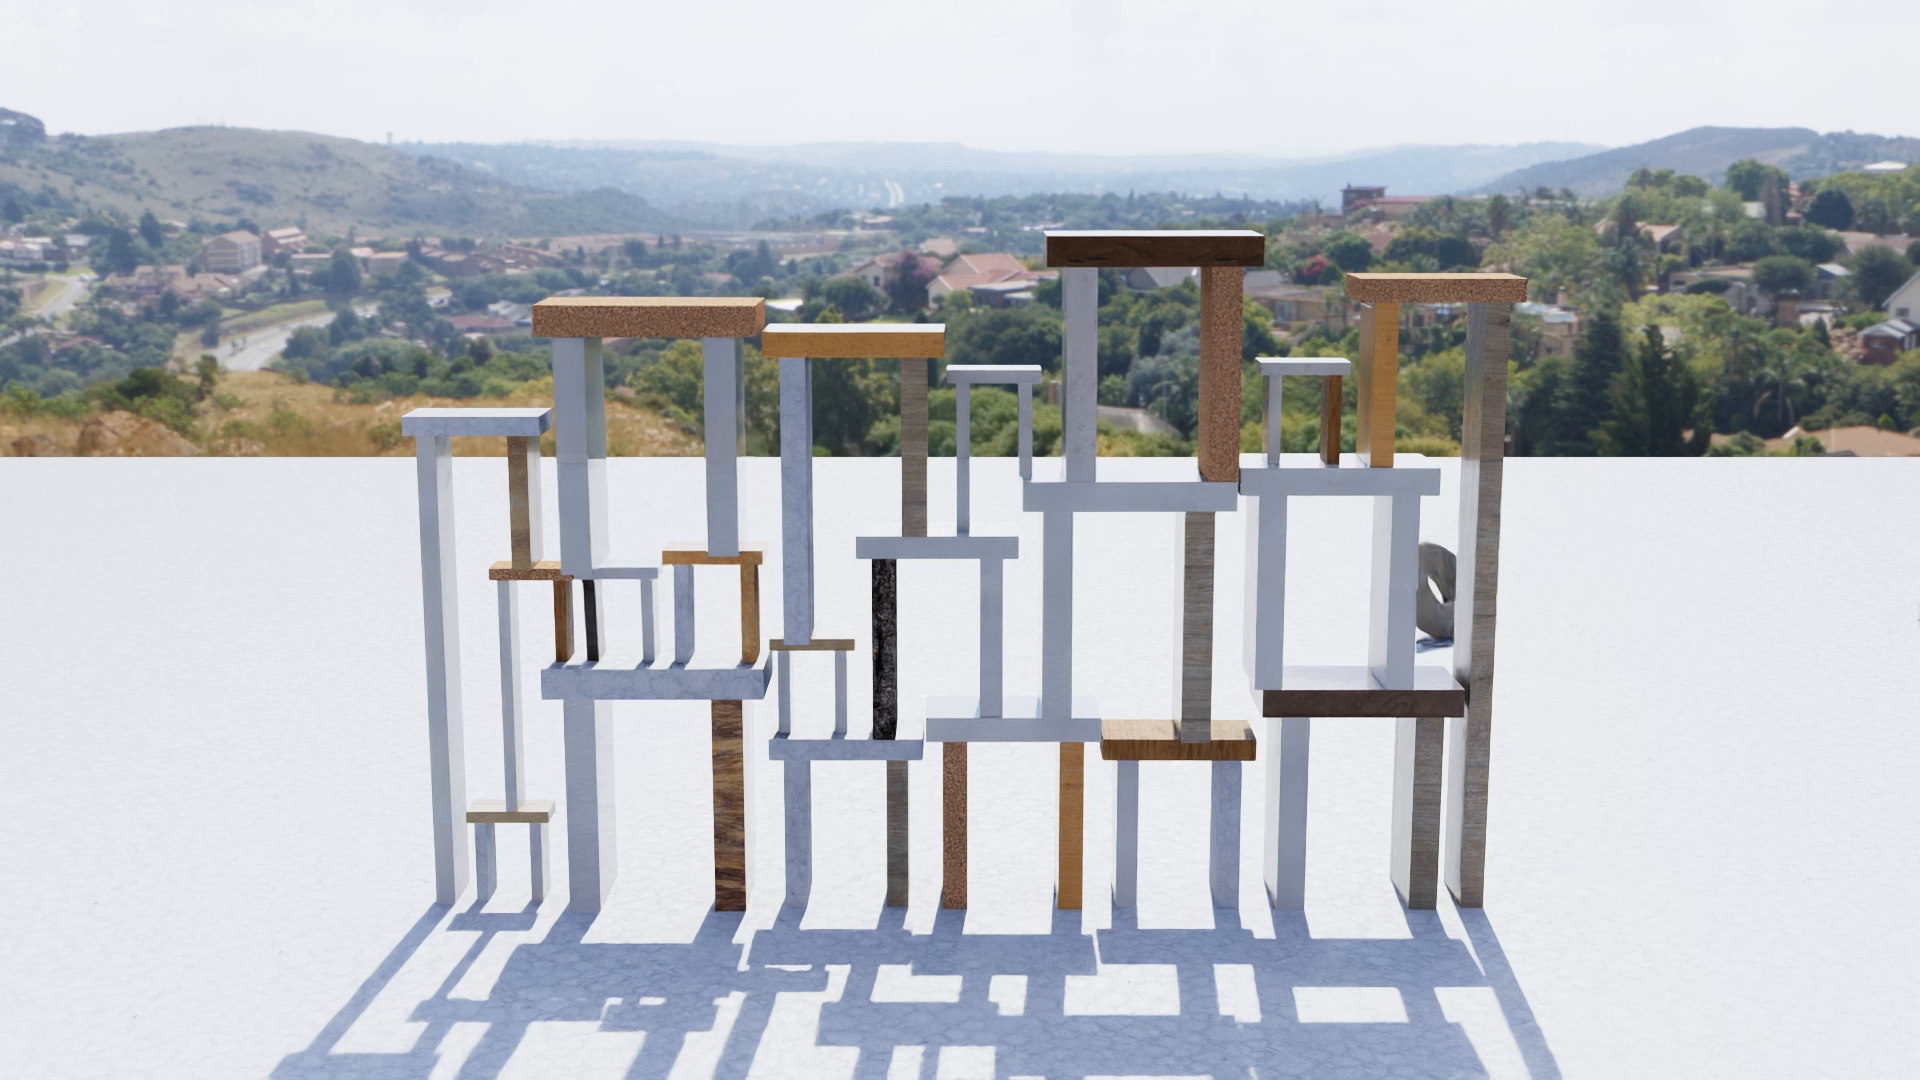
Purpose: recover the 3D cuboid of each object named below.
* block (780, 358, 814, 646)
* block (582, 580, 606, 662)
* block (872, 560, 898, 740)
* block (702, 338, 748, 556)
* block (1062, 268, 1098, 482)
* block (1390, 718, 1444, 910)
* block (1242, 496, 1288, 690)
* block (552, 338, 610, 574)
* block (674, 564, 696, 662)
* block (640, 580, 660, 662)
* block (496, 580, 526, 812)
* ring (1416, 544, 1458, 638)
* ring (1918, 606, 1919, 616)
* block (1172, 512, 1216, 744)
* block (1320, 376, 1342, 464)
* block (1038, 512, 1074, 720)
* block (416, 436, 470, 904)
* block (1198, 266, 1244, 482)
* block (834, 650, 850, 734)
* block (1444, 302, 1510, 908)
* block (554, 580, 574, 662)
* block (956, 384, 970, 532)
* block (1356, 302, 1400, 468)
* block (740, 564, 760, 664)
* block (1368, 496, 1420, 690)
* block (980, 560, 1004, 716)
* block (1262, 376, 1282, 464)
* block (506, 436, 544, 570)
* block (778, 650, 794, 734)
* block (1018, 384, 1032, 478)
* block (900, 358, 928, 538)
[{"bbox_3d":[-0.262,-0.071,3.544,0.040,0.460,0.142,0,11,0],"label":"block"},{"bbox_3d":[-0.596,0.123,3.584,0.019,0.136,0.068,-1,11,0],"label":"block"},{"bbox_3d":[-0.122,0.165,3.587,0.037,0.297,0.130,0,11,0],"label":"block"},{"bbox_3d":[-0.375,-0.160,3.523,0.049,0.346,0.173,0,11,-1],"label":"block"},{"bbox_3d":[0.190,-0.272,3.507,0.048,0.336,0.168,0,11,0],"label":"block"},{"bbox_3d":[0.756,0.430,3.644,0.046,0.324,0.162,0,11,0],"label":"block"},{"bbox_3d":[0.494,0.071,3.574,0.045,0.315,0.158,0,11,0],"label":"block"},{"bbox_3d":[-0.607,-0.146,3.527,0.049,0.375,0.173,0,11,0],"label":"block"},{"bbox_3d":[-0.448,0.111,3.578,0.023,0.162,0.081,0,11,0],"label":"block"},{"bbox_3d":[-0.505,0.124,3.584,0.019,0.136,0.068,-1,11,0],"label":"block"},{"bbox_3d":[-0.735,0.249,3.602,0.019,0.387,0.067,0,11,0],"label":"block"},{"bbox_3d":[1.202,0.126,5.559,0.258,0.258,0.086,-9,-17,-41],"label":"ring"},{"bbox_3d":[2.445,0.195,5.107,0.409,0.136,0.409,-4,36,3],"label":"ring"},{"bbox_3d":[0.380,0.125,3.583,0.048,0.377,0.169,0,11,1],"label":"block"},{"bbox_3d":[0.594,-0.197,3.521,0.020,0.142,0.071,0,11,0],"label":"block"},{"bbox_3d":[0.155,0.106,3.579,0.048,0.338,0.169,0,10,0],"label":"block"},{"bbox_3d":[-0.846,0.208,3.601,0.031,0.777,0.108,0,11,0],"label":"block"},{"bbox_3d":[0.414,-0.272,3.506,0.048,0.336,0.168,0,11,0],"label":"block"},{"bbox_3d":[-0.194,0.241,3.609,0.020,0.139,0.069,0,11,0],"label":"block"},{"bbox_3d":[0.838,0.104,3.576,0.037,0.989,0.130,0,11,0],"label":"block"},{"bbox_3d":[-0.644,0.125,3.579,0.019,0.135,0.068,0,11,0],"label":"block"},{"bbox_3d":[0.005,-0.137,3.538,0.021,0.240,0.075,0,11,0],"label":"block"},{"bbox_3d":[0.666,-0.254,3.509,0.037,0.259,0.130,0,11,0],"label":"block"},{"bbox_3d":[-0.341,0.112,3.578,0.023,0.162,0.081,0,11,0],"label":"block"},{"bbox_3d":[0.705,0.071,3.574,0.045,0.315,0.158,0,11,0],"label":"block"},{"bbox_3d":[0.050,0.146,3.584,0.037,0.259,0.130,0,11,0],"label":"block"},{"bbox_3d":[0.499,-0.197,3.521,0.020,0.142,0.071,0,11,0],"label":"block"},{"bbox_3d":[-0.701,-0.068,3.550,0.031,0.217,0.108,0,10,0],"label":"block"},{"bbox_3d":[-0.286,0.241,3.609,0.020,0.139,0.069,0,11,0],"label":"block"},{"bbox_3d":[0.104,-0.181,3.529,0.021,0.149,0.075,0,11,0],"label":"block"},{"bbox_3d":[-0.072,-0.158,3.527,0.040,0.284,0.142,0,11,0],"label":"block"}]
